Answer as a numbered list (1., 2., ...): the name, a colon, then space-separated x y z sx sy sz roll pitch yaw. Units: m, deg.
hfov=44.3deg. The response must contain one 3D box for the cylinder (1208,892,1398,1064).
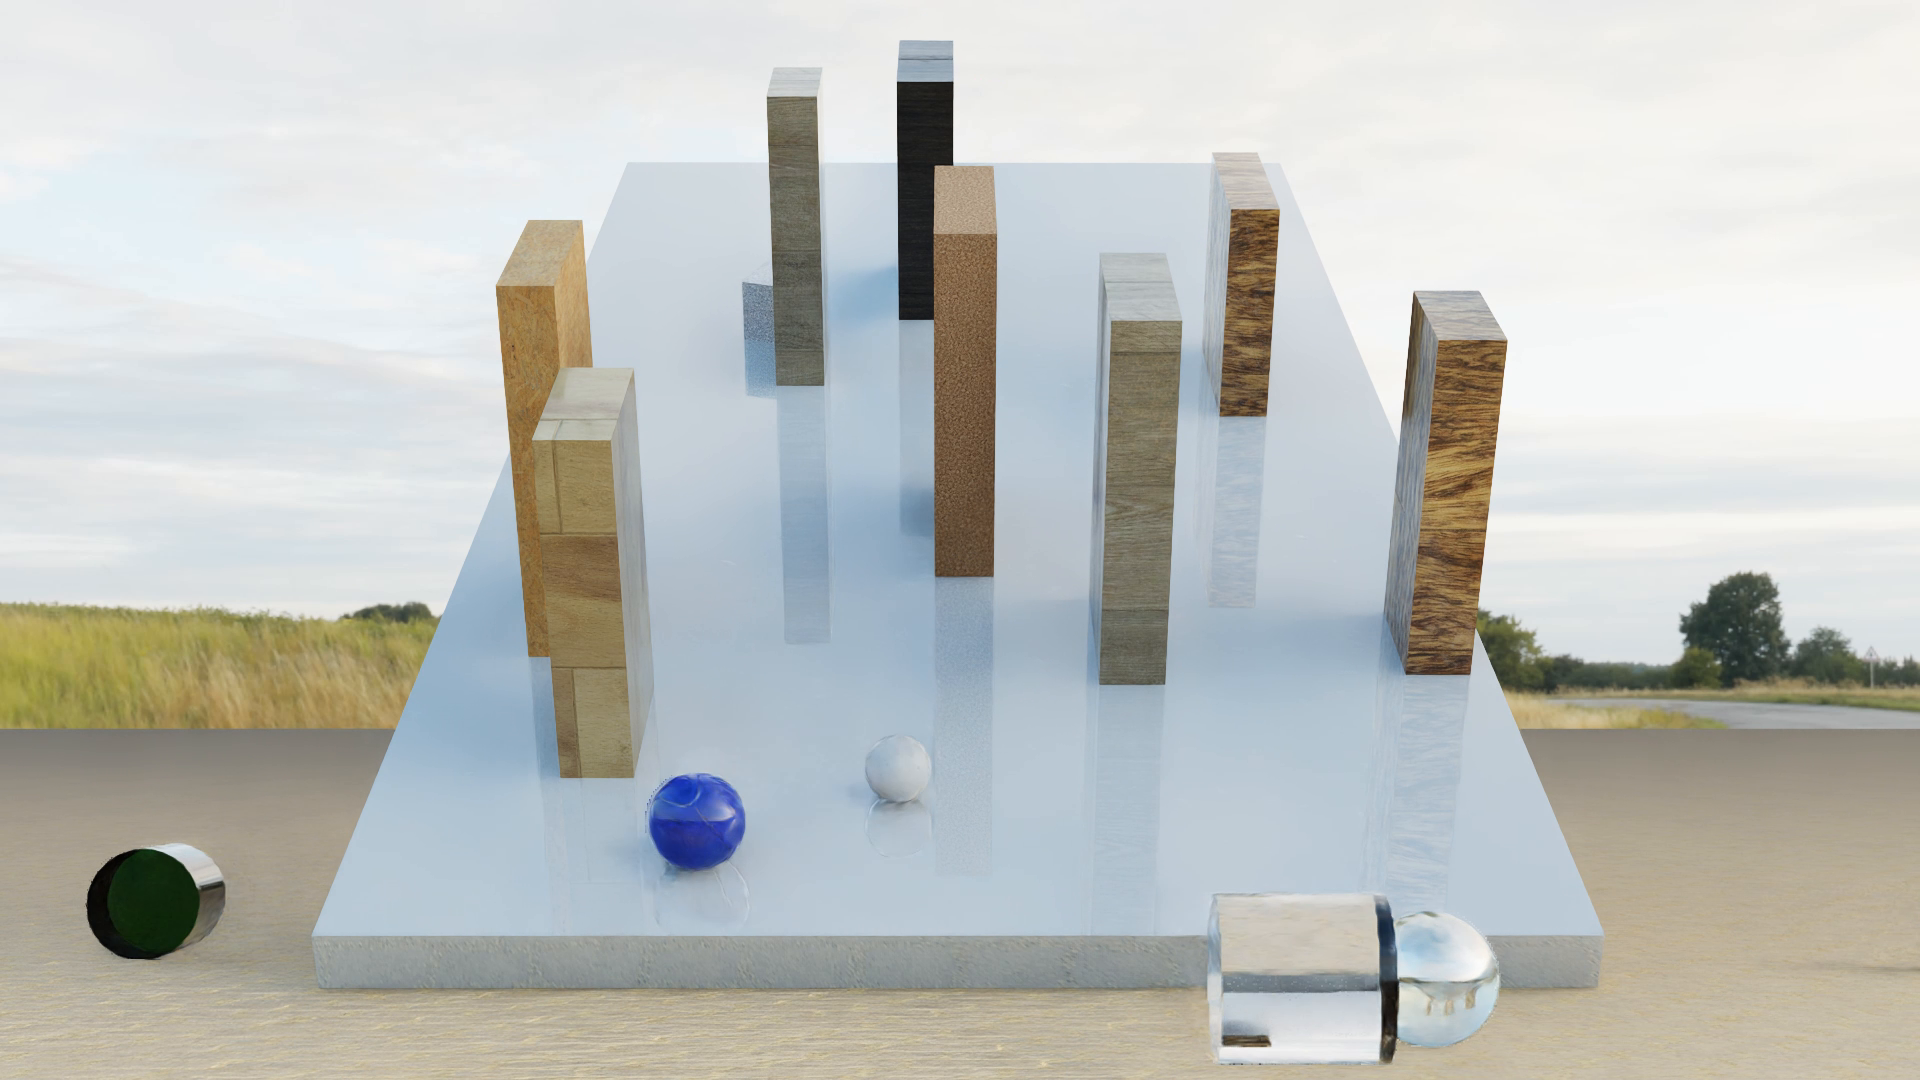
1. cylinder: 0.414 0.534 2.877 0.207 0.207 0.207 0 -4 1

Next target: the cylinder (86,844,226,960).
1. cylinder: -1.434 0.644 4.218 0.193 0.193 0.193 0 -4 -4

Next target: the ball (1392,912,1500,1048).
1. ball: 0.603 0.563 3.027 0.172 0.172 0.172 0 -4 0

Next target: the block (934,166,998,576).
1. block: 0.009 -0.344 4.770 0.119 0.721 0.427 0 26 0

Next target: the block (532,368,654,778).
1. block: -0.623 0.056 4.052 0.126 0.634 0.309 0 26 0

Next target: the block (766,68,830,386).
1. block: -0.381 -0.740 5.589 0.115 0.705 0.251 0 26 0

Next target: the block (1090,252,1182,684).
1. block: 0.318 -0.131 4.346 0.122 0.715 0.349 0 26 0

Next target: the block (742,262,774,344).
1. block: -0.442 -0.590 5.910 0.152 0.152 0.152 9 28 17

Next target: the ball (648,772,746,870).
1. ball: -0.423 0.452 3.790 0.157 0.157 0.157 0 -4 0

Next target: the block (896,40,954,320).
1. block: -0.087 -0.928 6.070 0.140 0.619 0.399 0 26 0

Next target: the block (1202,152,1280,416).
1. block: 0.656 -0.606 5.553 0.110 0.502 0.430 0 26 0

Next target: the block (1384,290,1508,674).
1. block: 0.888 -0.103 4.348 0.120 0.666 0.248 0 26 0

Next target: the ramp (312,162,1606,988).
1. ramp: -0.010 -0.228 5.463 2.000 0.100 4.000 0 26 0

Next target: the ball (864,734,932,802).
1. ball: -0.104 0.385 3.977 0.113 0.113 0.113 0 -4 0

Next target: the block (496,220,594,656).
1. block: -0.760 -0.191 4.435 0.102 0.739 0.360 0 26 0
